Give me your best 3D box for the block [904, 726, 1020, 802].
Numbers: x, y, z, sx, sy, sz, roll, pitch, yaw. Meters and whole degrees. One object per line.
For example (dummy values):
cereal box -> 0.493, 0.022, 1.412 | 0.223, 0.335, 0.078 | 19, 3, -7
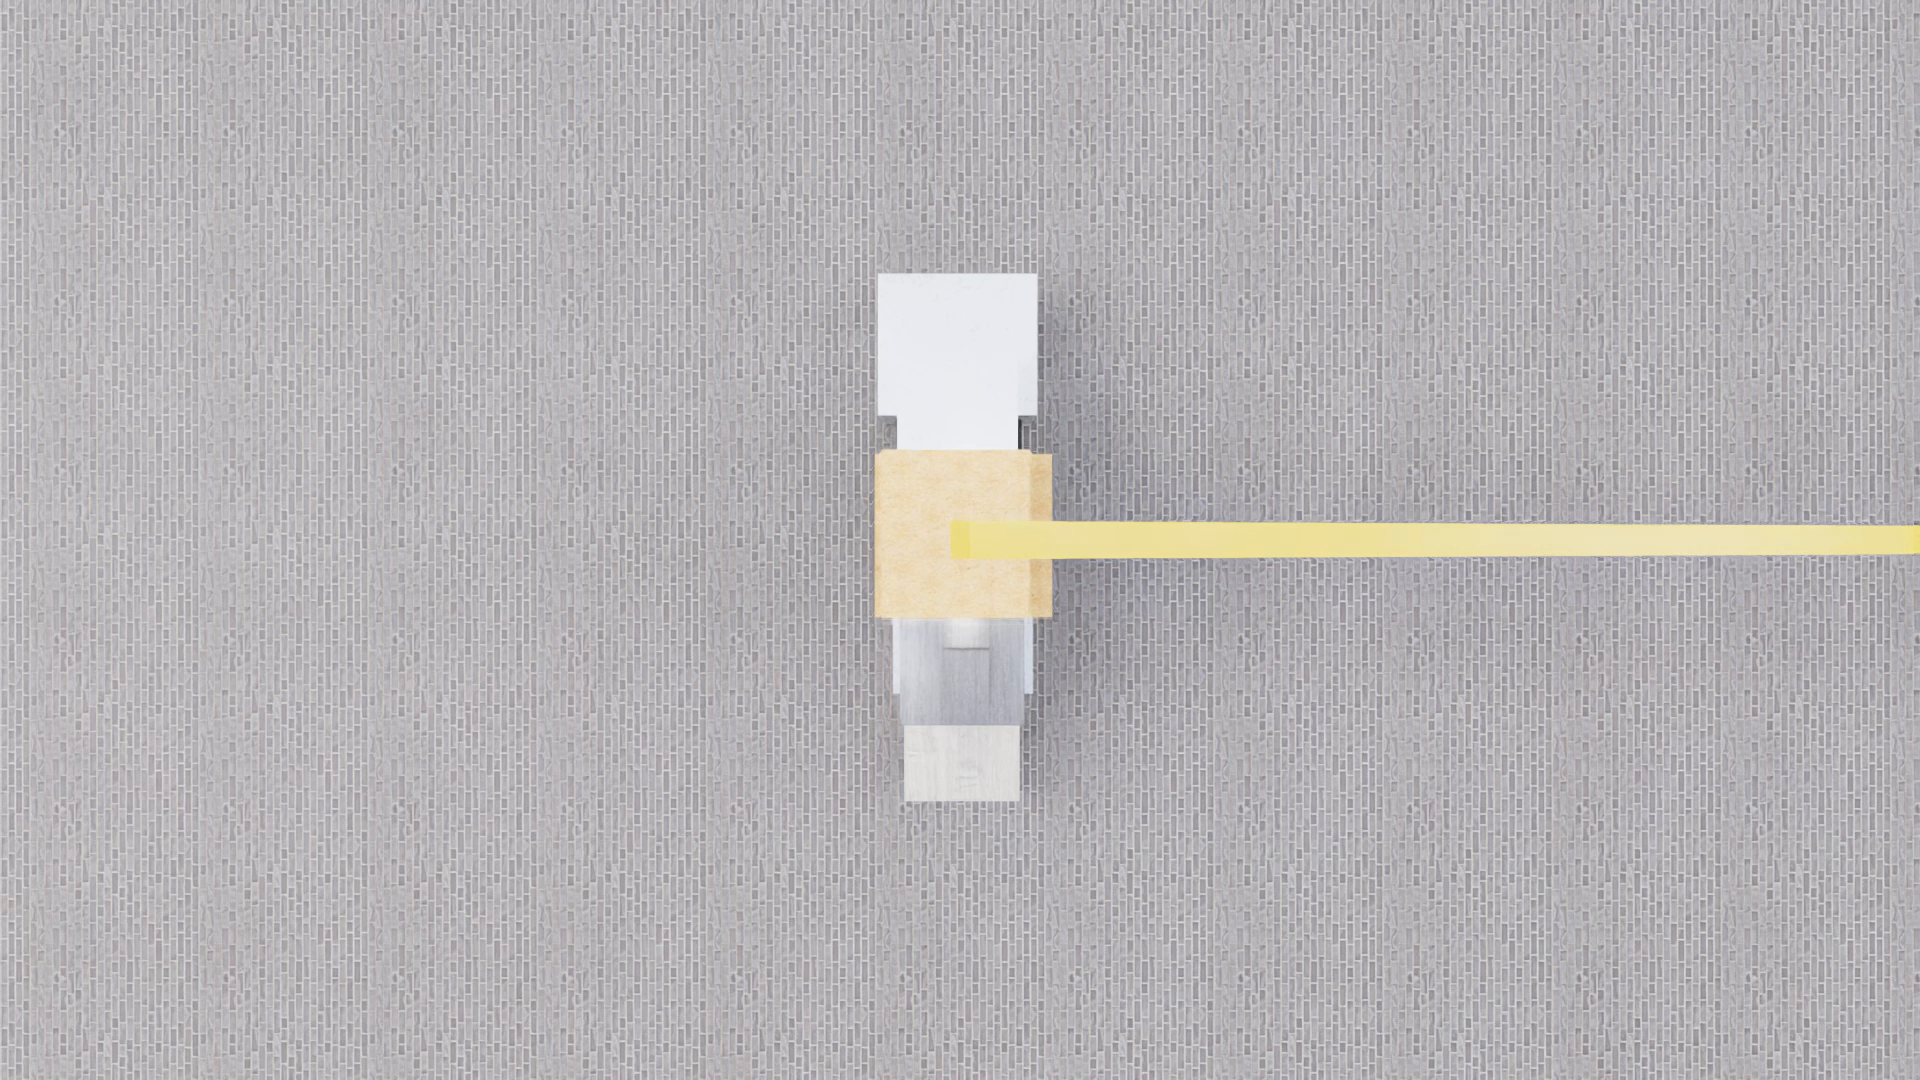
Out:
block -> 0.010, 1.168, 12.669 | 0.645, 0.662, 0.594 | 0, 90, 0

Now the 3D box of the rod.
rod -> 2.234, 0.000, 6.012 | 5.200, 0.080, 0.080 | 0, 90, -31

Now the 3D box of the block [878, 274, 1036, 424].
block -> -0.014, -1.076, 12.550 | 0.875, 0.901, 0.779 | 0, 90, 0

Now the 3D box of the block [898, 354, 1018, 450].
block -> -0.012, -0.682, 11.788 | 0.630, 0.623, 0.584 | 0, 90, 0

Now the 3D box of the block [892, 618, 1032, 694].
block -> 0.016, 0.500, 12.662 | 0.784, 0.675, 0.722 | 0, 90, 0

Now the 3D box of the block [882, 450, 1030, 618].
block -> -0.018, -0.022, 9.438 | 0.617, 0.599, 0.701 | 0, 89, 0

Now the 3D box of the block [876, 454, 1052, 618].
block -> 0.016, -0.016, 10.066 | 0.783, 0.658, 0.721 | 0, 89, 0

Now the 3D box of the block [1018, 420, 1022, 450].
block -> 0.008, -0.273, 12.681 | 0.674, 0.639, 0.805 | 0, 90, 0

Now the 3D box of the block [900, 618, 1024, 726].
block -> 0.012, 0.611, 11.929 | 0.655, 0.792, 0.726 | 0, 90, 0
